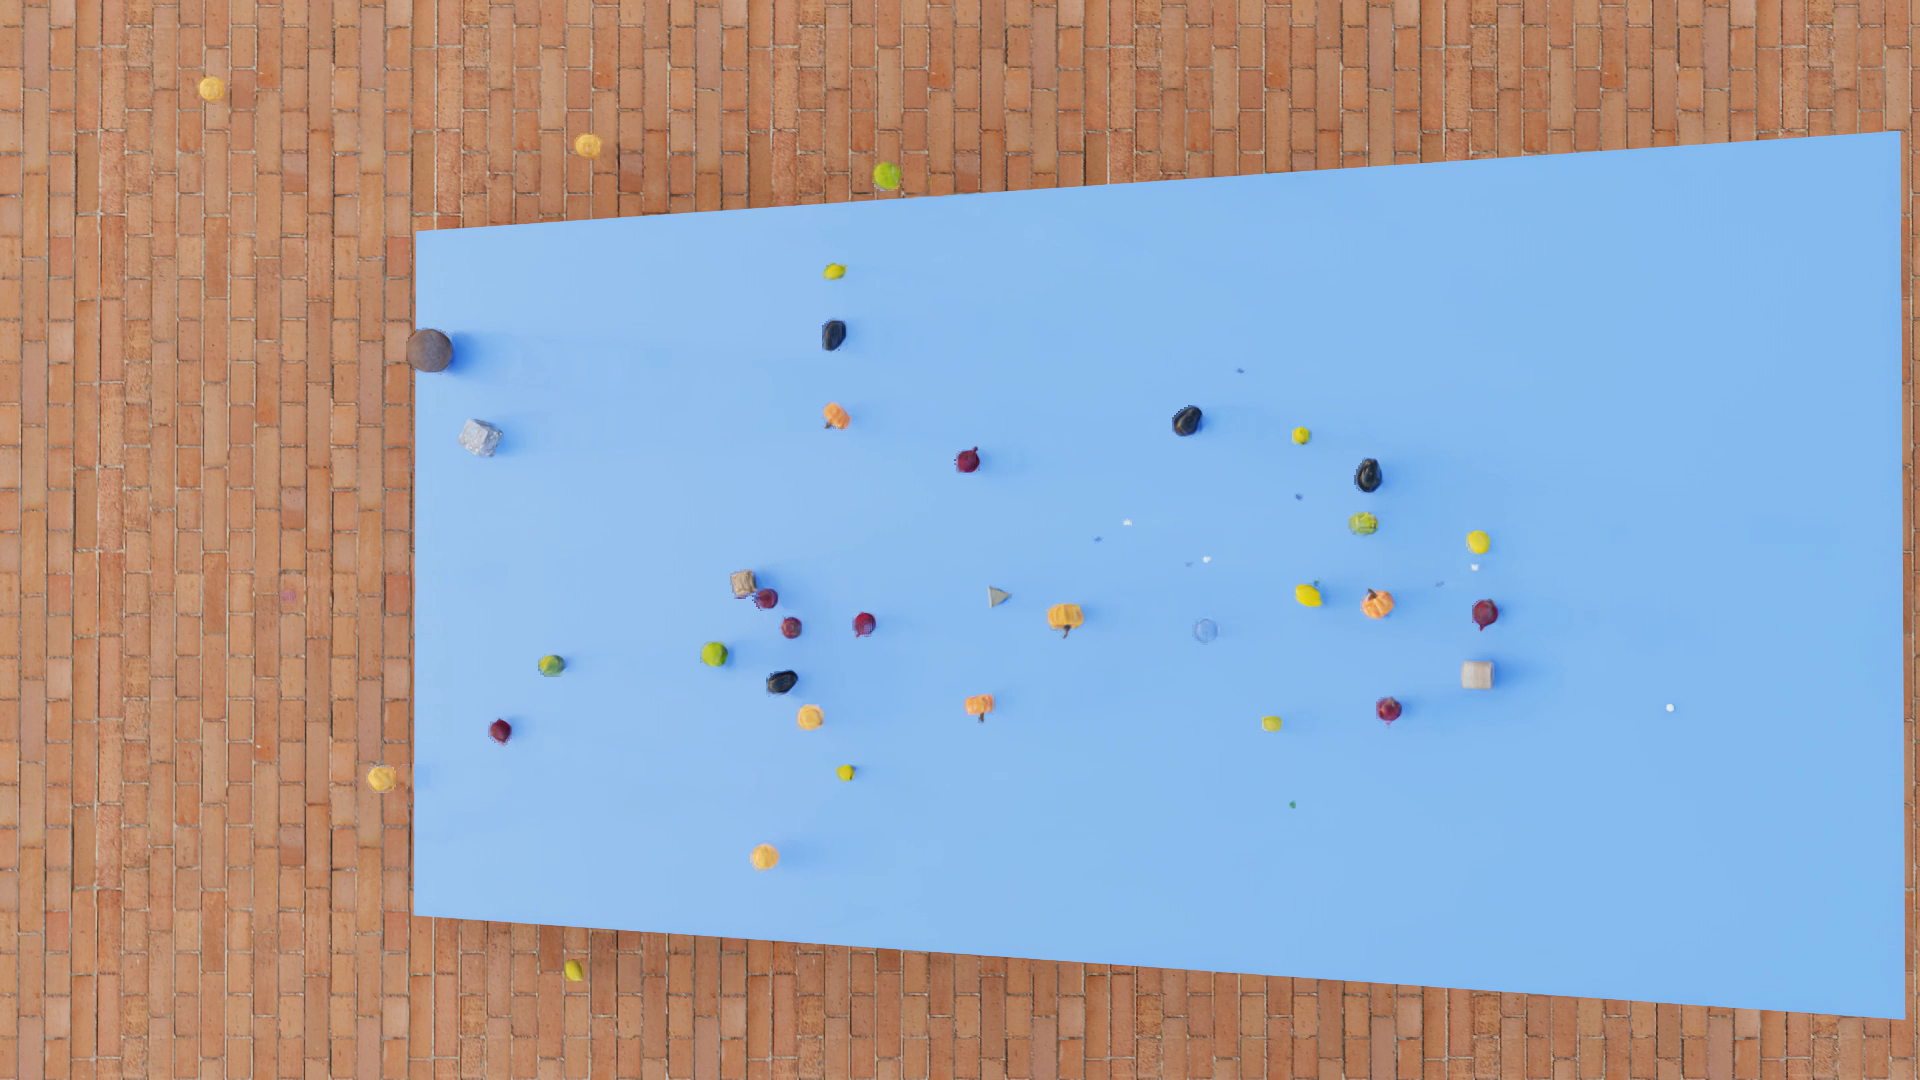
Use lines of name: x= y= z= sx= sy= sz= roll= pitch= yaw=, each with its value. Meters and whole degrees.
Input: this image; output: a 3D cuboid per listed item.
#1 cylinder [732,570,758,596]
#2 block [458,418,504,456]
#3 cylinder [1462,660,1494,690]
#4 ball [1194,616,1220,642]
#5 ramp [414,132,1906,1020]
cylinder: x=-0.589 y=0.119 z=5.994 sx=0.059 sy=0.059 sz=0.059 roll=-16 pitch=84 yaw=0
block: x=-1.375 y=-0.294 z=6.306 sx=0.078 sy=0.078 sz=0.078 roll=32 pitch=101 yaw=19
cylinder: x=1.239 y=0.324 z=5.262 sx=0.068 sy=0.068 sz=0.068 roll=1 pitch=89 yaw=22
ball: x=0.618 y=0.225 z=5.512 sx=0.065 sy=0.065 sz=0.065 roll=0 pitch=89 yaw=0
ramp: x=0.283 y=0.087 z=5.737 sx=4.000 sy=0.100 sz=2.000 roll=0 pitch=89 yaw=22
